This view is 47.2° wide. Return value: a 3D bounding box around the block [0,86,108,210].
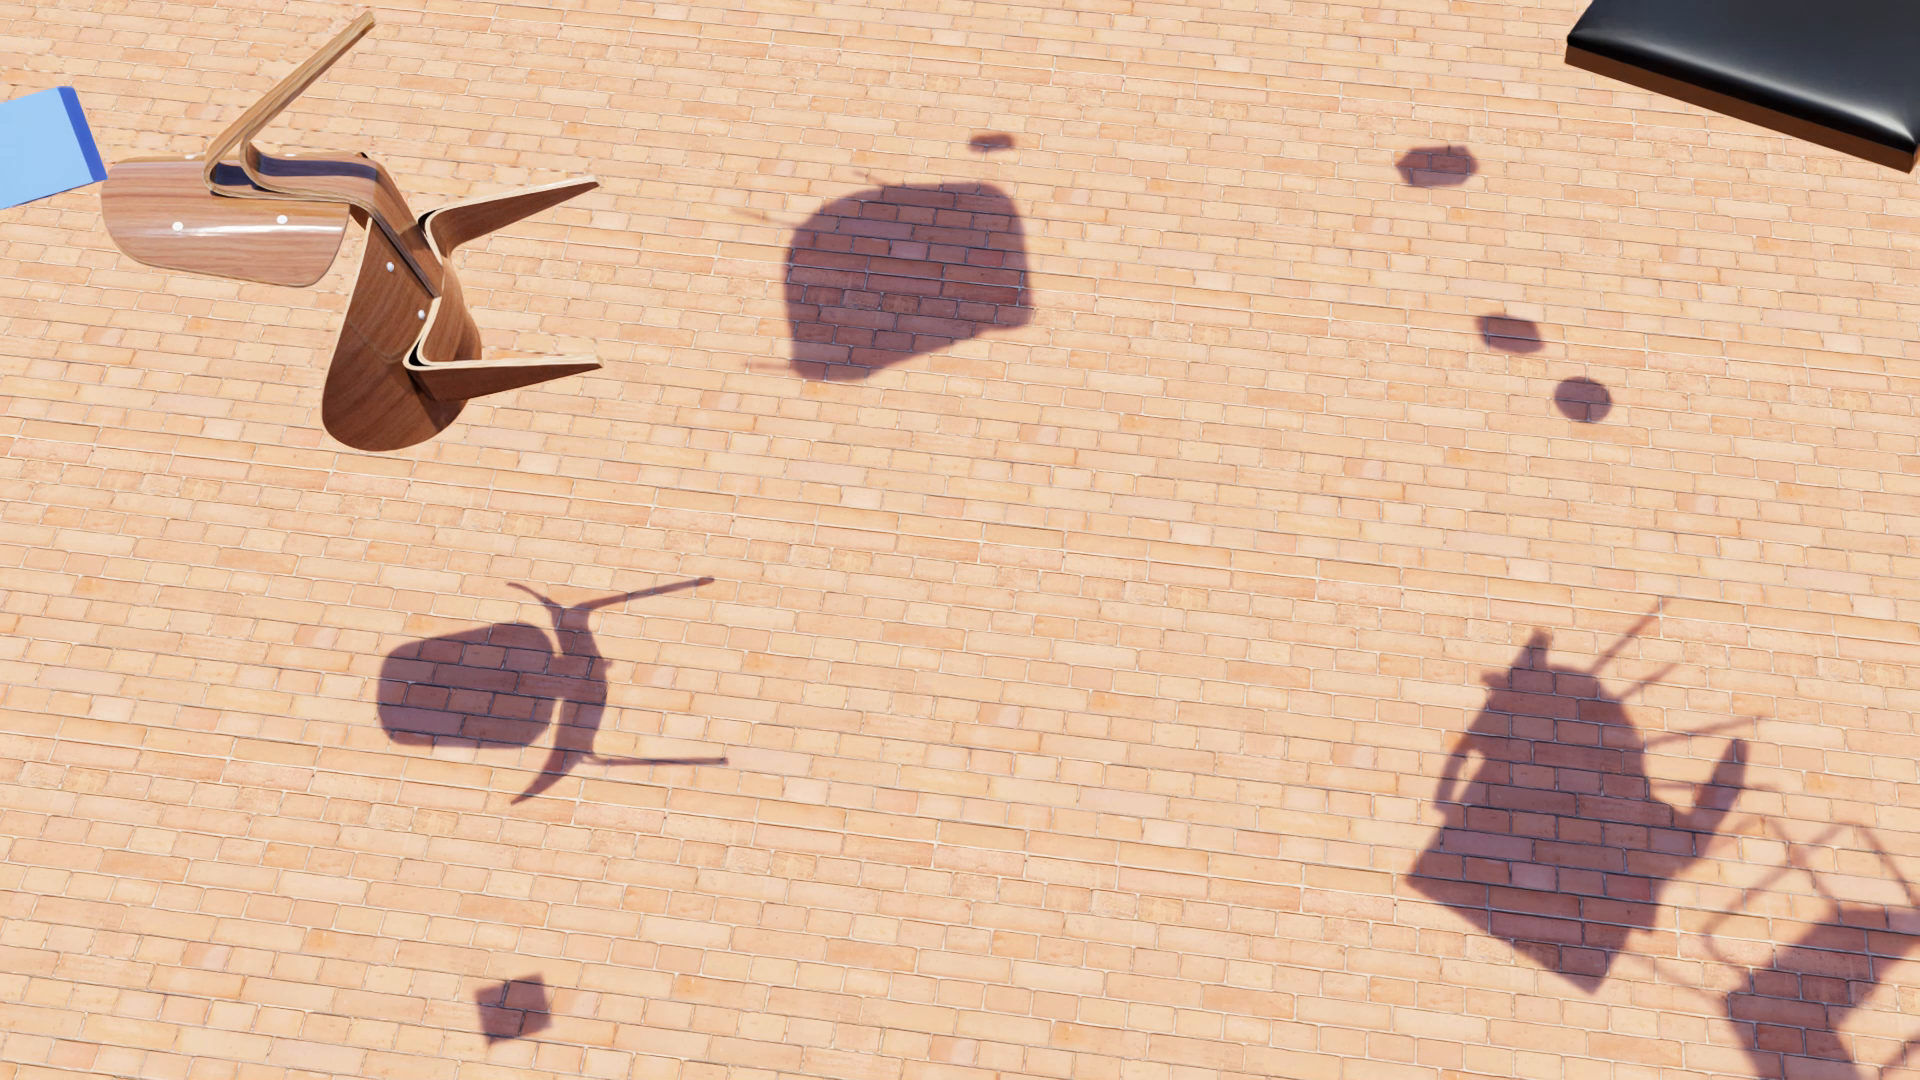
[{"bbox_3d":[-1.390,-0.577,3.265,0.181,0.143,0.096,-18,14,-4],"label":"block"}]
